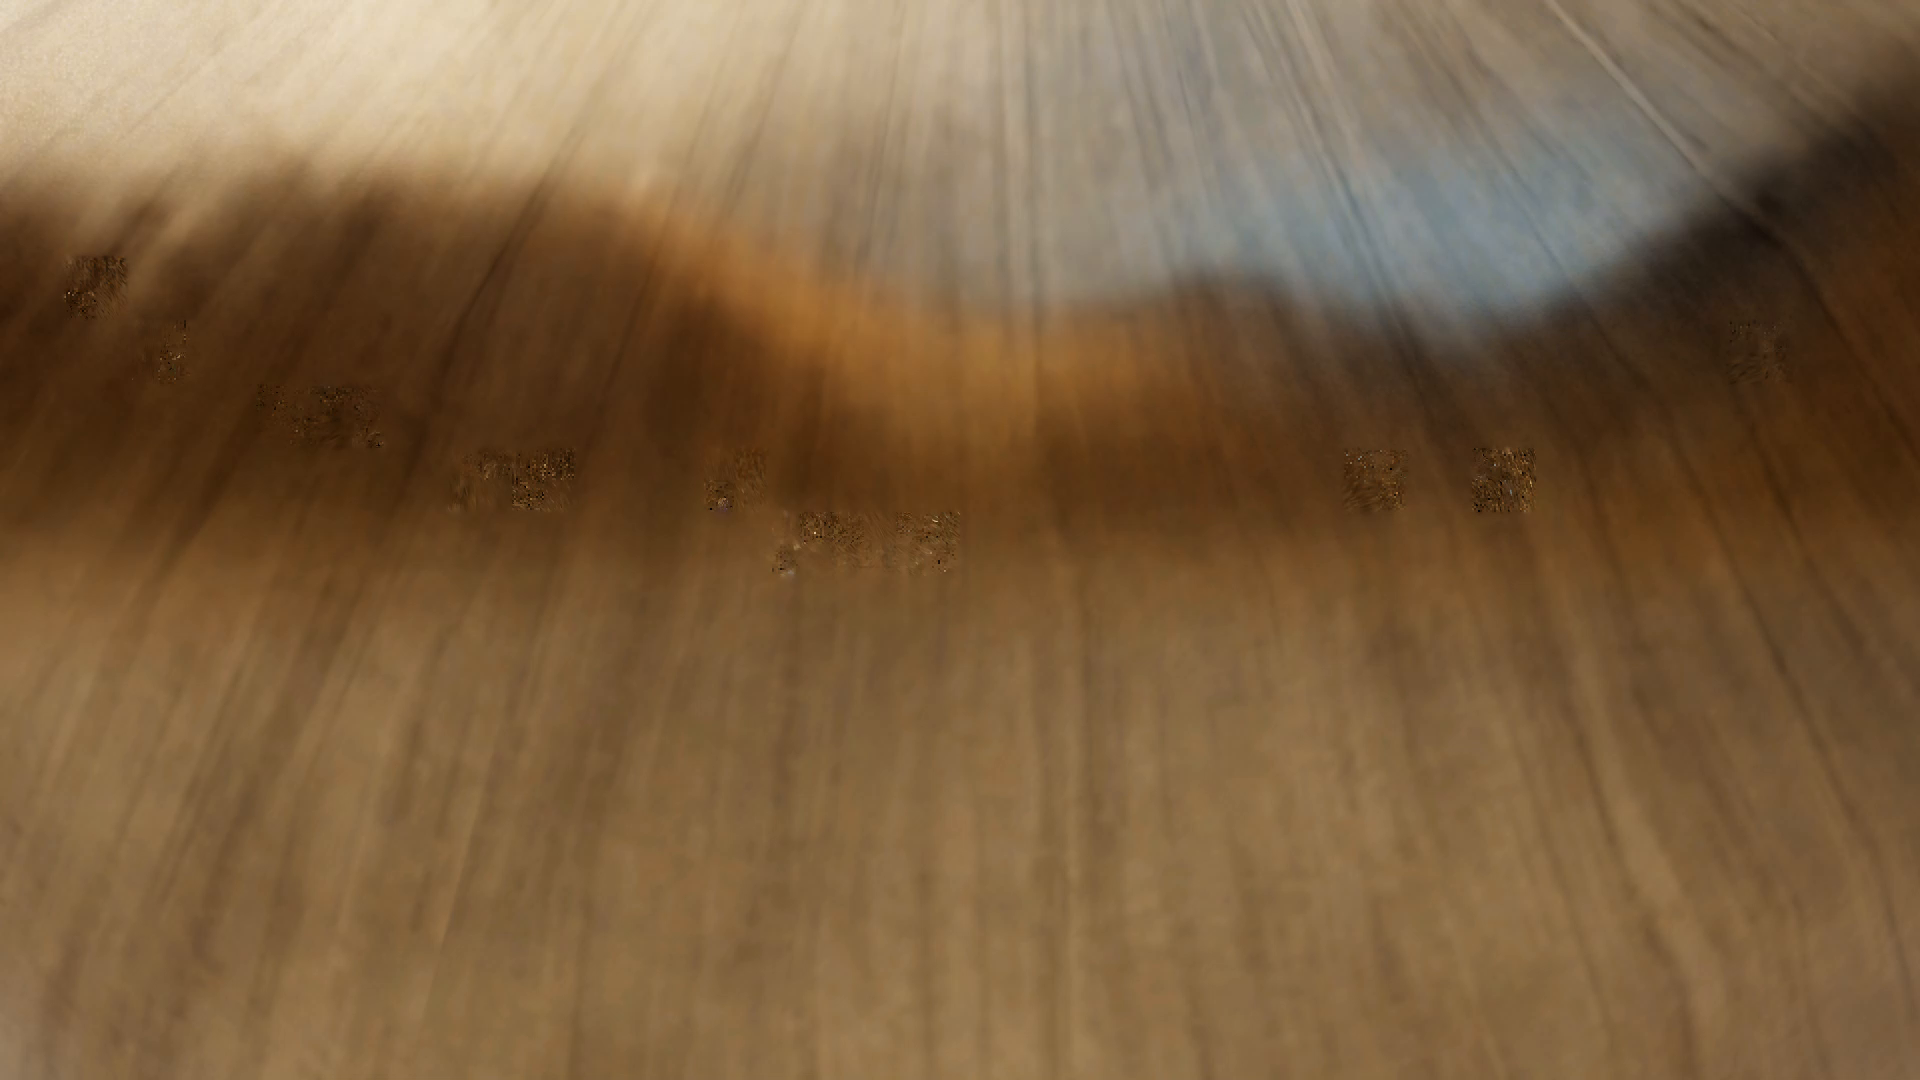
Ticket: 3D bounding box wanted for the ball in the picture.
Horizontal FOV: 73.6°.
[{"bbox_3d":[0.000,-0.002,0.056,0.080,0.080,0.080,0,4,0],"label":"ball"}]
